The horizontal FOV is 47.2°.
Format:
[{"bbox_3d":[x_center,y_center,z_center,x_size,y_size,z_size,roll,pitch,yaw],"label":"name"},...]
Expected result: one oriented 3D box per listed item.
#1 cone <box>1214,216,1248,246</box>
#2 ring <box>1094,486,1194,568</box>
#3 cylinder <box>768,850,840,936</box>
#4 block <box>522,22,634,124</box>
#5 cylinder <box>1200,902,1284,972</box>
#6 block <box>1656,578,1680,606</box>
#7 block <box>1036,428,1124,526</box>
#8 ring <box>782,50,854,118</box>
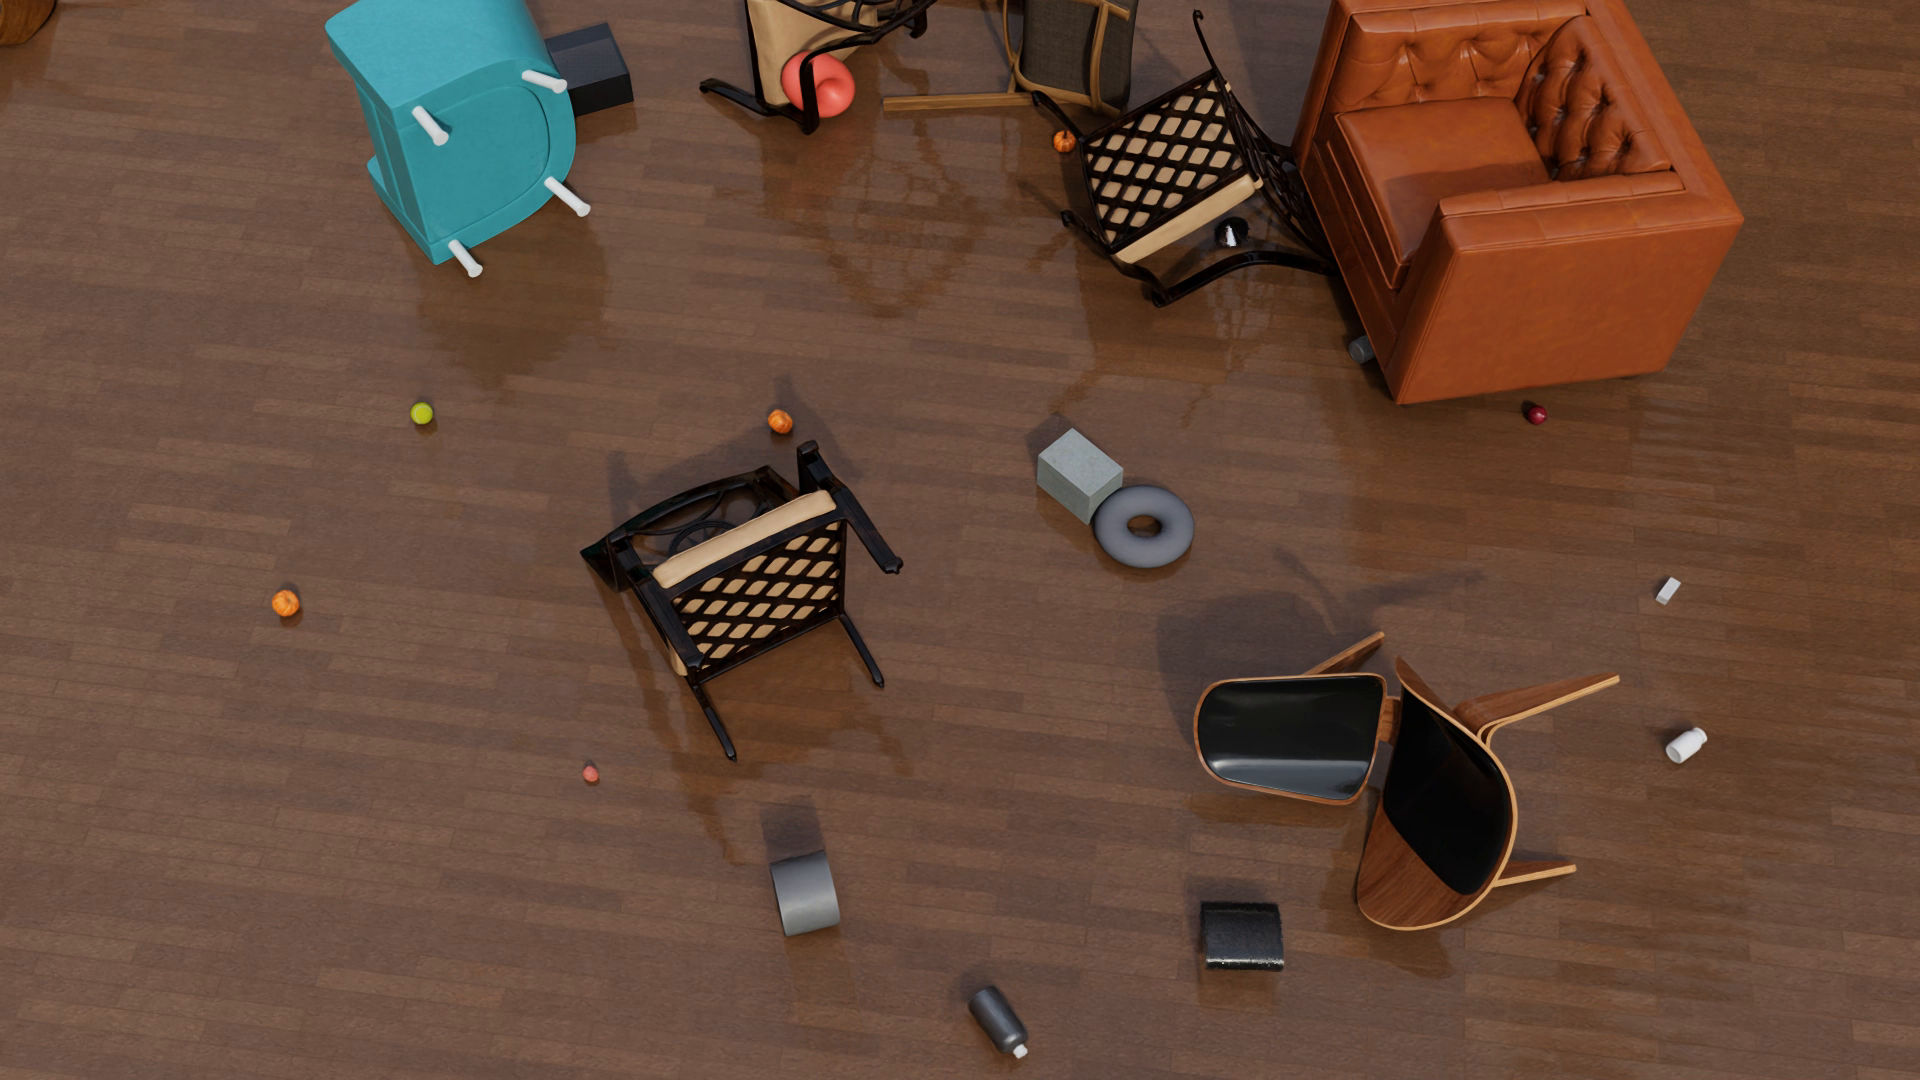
[{"bbox_3d":[0.887,-1.040,7.243,0.113,0.101,0.115,-24,30,12],"label":"cone"},{"bbox_3d":[0.549,-0.041,6.550,0.301,0.087,0.283,-1,57,-2],"label":"ring"},{"bbox_3d":[-0.412,0.936,5.827,0.149,0.197,0.205,-12,29,-8],"label":"cylinder"},{"bbox_3d":[-1.314,-1.607,7.572,0.302,0.133,0.264,-18,58,-12],"label":"block"},{"bbox_3d":[0.741,1.043,5.793,0.197,0.110,0.228,1,33,1],"label":"cylinder"},{"bbox_3d":[2.079,0.150,6.456,0.033,0.028,0.078,34,62,21],"label":"block"},{"bbox_3d":[0.360,-0.191,6.613,0.146,0.149,0.213,-39,64,-23],"label":"block"},{"bbox_3d":[-0.476,-1.533,7.404,0.123,0.400,0.211,40,102,18],"label":"ring"}]
